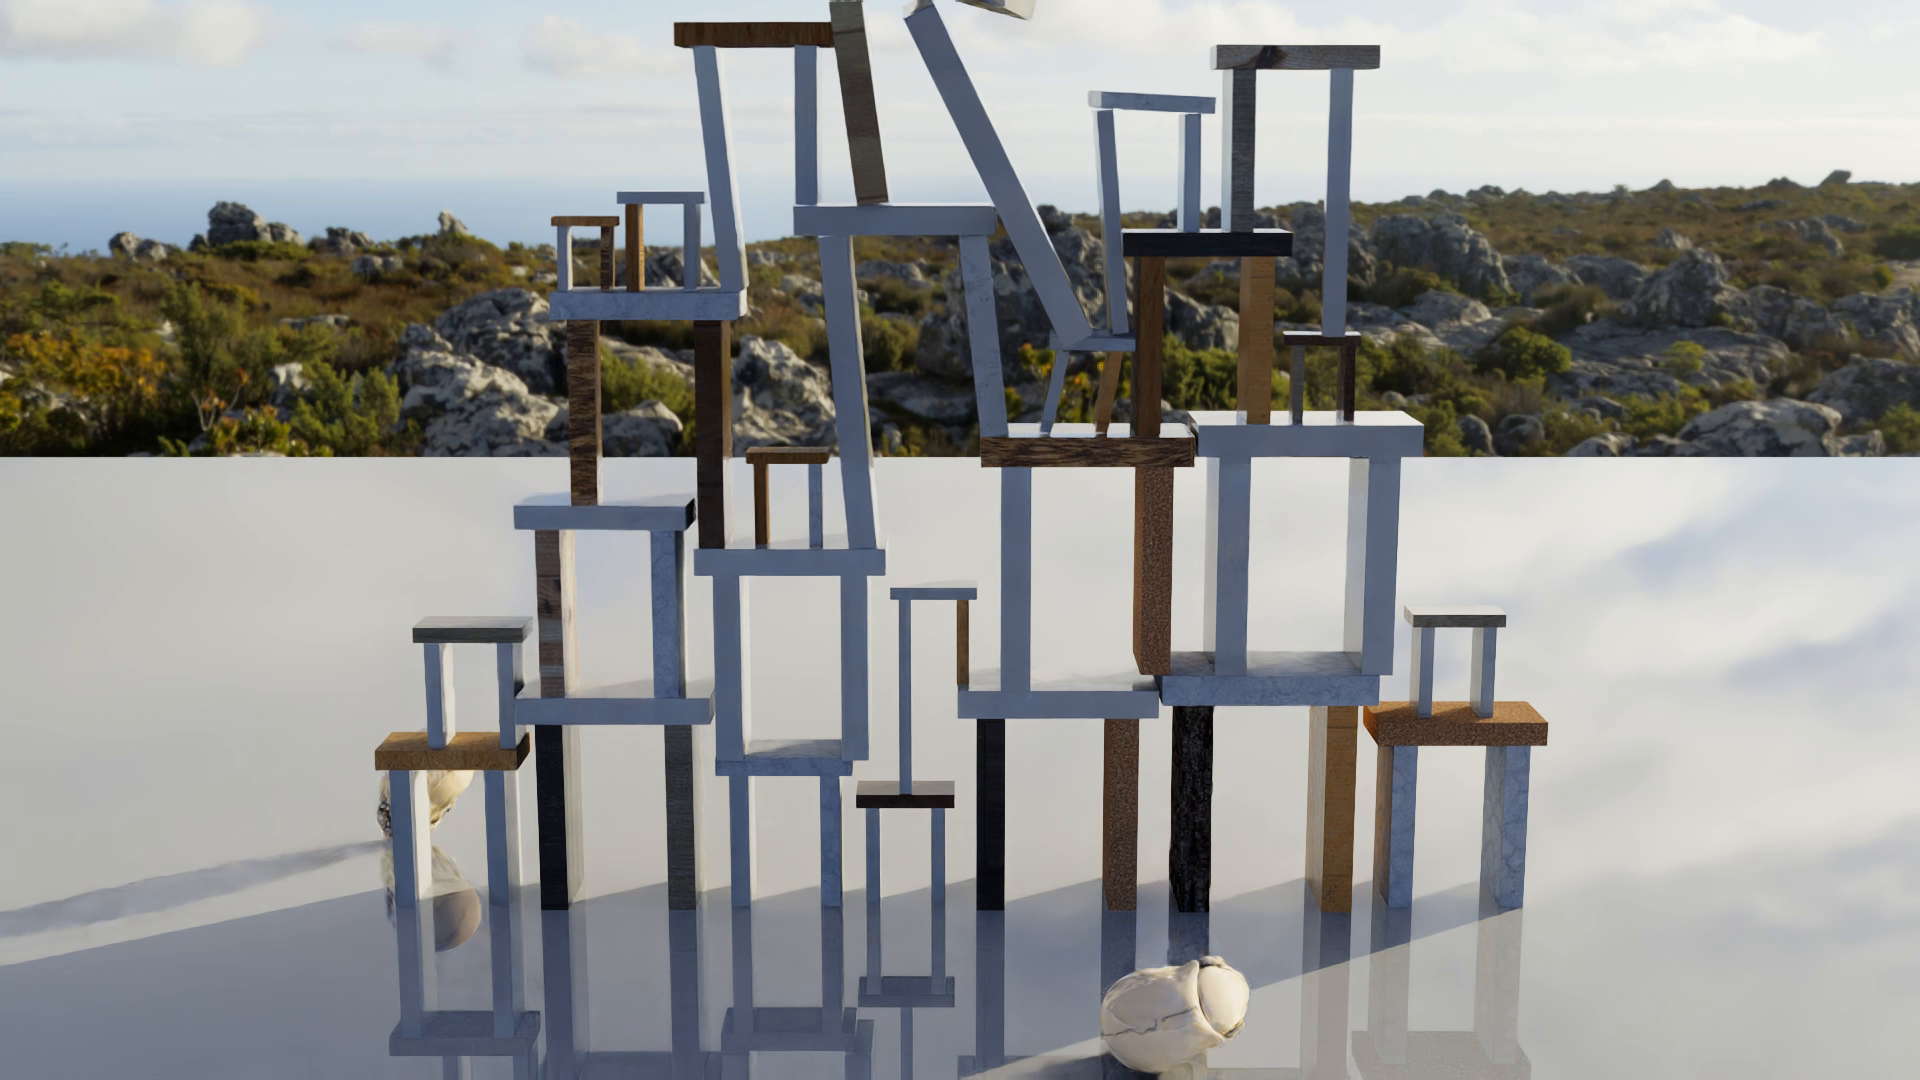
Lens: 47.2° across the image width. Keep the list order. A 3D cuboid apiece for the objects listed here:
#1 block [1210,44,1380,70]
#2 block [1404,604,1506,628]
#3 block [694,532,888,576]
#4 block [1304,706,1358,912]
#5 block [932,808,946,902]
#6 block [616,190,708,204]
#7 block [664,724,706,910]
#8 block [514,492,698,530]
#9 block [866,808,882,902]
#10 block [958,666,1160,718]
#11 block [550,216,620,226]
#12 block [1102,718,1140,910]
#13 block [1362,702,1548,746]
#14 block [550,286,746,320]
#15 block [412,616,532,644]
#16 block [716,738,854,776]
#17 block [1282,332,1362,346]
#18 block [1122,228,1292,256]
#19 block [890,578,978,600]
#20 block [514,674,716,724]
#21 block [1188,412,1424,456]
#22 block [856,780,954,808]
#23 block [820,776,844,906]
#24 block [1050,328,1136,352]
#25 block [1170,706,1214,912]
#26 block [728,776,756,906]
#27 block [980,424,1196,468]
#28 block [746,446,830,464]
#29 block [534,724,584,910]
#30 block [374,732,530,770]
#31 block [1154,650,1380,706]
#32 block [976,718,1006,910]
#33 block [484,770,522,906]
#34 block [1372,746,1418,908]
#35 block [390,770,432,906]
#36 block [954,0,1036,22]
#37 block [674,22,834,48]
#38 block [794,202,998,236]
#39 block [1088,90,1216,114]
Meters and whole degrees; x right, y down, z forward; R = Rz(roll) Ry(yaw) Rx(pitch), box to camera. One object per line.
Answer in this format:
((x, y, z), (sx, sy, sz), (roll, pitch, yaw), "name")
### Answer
((0.517, -0.748, 3.412), (0.248, 0.035, 0.124), (0, 11, 1), "block")
((0.807, 0.124, 3.586), (0.150, 0.021, 0.075), (0, 11, 0), "block")
((-0.270, 0.022, 3.560), (0.304, 0.043, 0.152), (0, 11, 0), "block")
((0.613, 0.420, 3.635), (0.049, 0.347, 0.173), (0, 11, 0), "block")
((-0.036, 0.511, 3.653), (0.023, 0.161, 0.081), (0, 11, 0), "block")
((-0.467, -0.540, 3.461), (0.136, 0.019, 0.068), (0, 11, 0), "block")
((-0.454, 0.437, 3.640), (0.044, 0.312, 0.156), (0, 11, 0), "block")
((-0.567, -0.047, 3.542), (0.274, 0.039, 0.137), (0, 11, 2), "block")
((-0.143, 0.511, 3.653), (0.023, 0.161, 0.081), (0, 11, 0), "block")
((0.158, 0.250, 3.607), (0.323, 0.046, 0.162), (0, 11, 0), "block")
((-0.590, -0.502, 3.464), (0.101, 0.014, 0.050), (0, 11, -2), "block")
((0.265, 0.431, 3.640), (0.046, 0.323, 0.162), (0, 11, 0), "block")
((0.812, 0.301, 3.618), (0.274, 0.039, 0.137), (0, 11, 0), "block")
((-0.492, -0.376, 3.493), (0.292, 0.041, 0.146), (0, 11, 0), "block")
((-0.794, 0.146, 3.586), (0.176, 0.025, 0.088), (0, 11, 0), "block")
((-0.286, 0.358, 3.621), (0.221, 0.031, 0.111), (0, 11, 0), "block")
((0.574, -0.320, 3.496), (0.120, 0.017, 0.060), (1, 11, 4), "block")
((0.384, -0.470, 3.470), (0.261, 0.037, 0.130), (0, 11, -1), "block")
((-0.042, 0.080, 3.571), (0.140, 0.020, 0.070), (0, 11, 0), "block")
((-0.558, 0.261, 3.607), (0.312, 0.044, 0.156), (0, 10, 0), "block")
((0.550, -0.171, 3.532), (0.353, 0.050, 0.176), (0, 11, 0), "block")
((-0.090, 0.421, 3.637), (0.161, 0.023, 0.081), (0, 11, 0), "block")
((-0.212, 0.482, 3.645), (0.031, 0.221, 0.111), (0, 11, 0), "block")
((0.209, -0.316, 3.473), (0.135, 0.019, 0.068), (1, 19, 3), "block")
((0.382, 0.420, 3.635), (0.049, 0.347, 0.173), (0, 11, 0), "block")
((-0.360, 0.482, 3.645), (0.031, 0.221, 0.111), (0, 11, 0), "block")
((0.201, -0.153, 3.534), (0.336, 0.048, 0.168), (0, 11, 0), "block")
((-0.276, -0.136, 3.532), (0.130, 0.018, 0.065), (0, 11, 0), "block")
((-0.662, 0.437, 3.640), (0.044, 0.312, 0.156), (0, 11, 0), "block")
((-0.834, 0.347, 3.624), (0.230, 0.033, 0.115), (0, 11, 0), "block")
((0.497, 0.226, 3.599), (0.346, 0.049, 0.173), (0, 11, 0), "block")
((0.050, 0.431, 3.640), (0.046, 0.323, 0.162), (0, 11, 0), "block")
((-0.757, 0.477, 3.648), (0.033, 0.230, 0.115), (0, 11, 0), "block")
((0.721, 0.455, 3.647), (0.039, 0.274, 0.137), (0, 11, 0), "block")
((-0.911, 0.477, 3.648), (0.033, 0.230, 0.115), (0, 11, 0), "block")
((-0.069, -0.870, 3.355), (0.350, 0.050, 0.175), (18, 10, 13), "block")
((-0.316, -0.785, 3.420), (0.243, 0.034, 0.121), (0, 11, 0), "block")
((-0.098, -0.506, 3.459), (0.312, 0.044, 0.156), (0, 11, 2), "block")
((0.297, -0.680, 3.412), (0.181, 0.026, 0.090), (1, 12, -11), "block")
